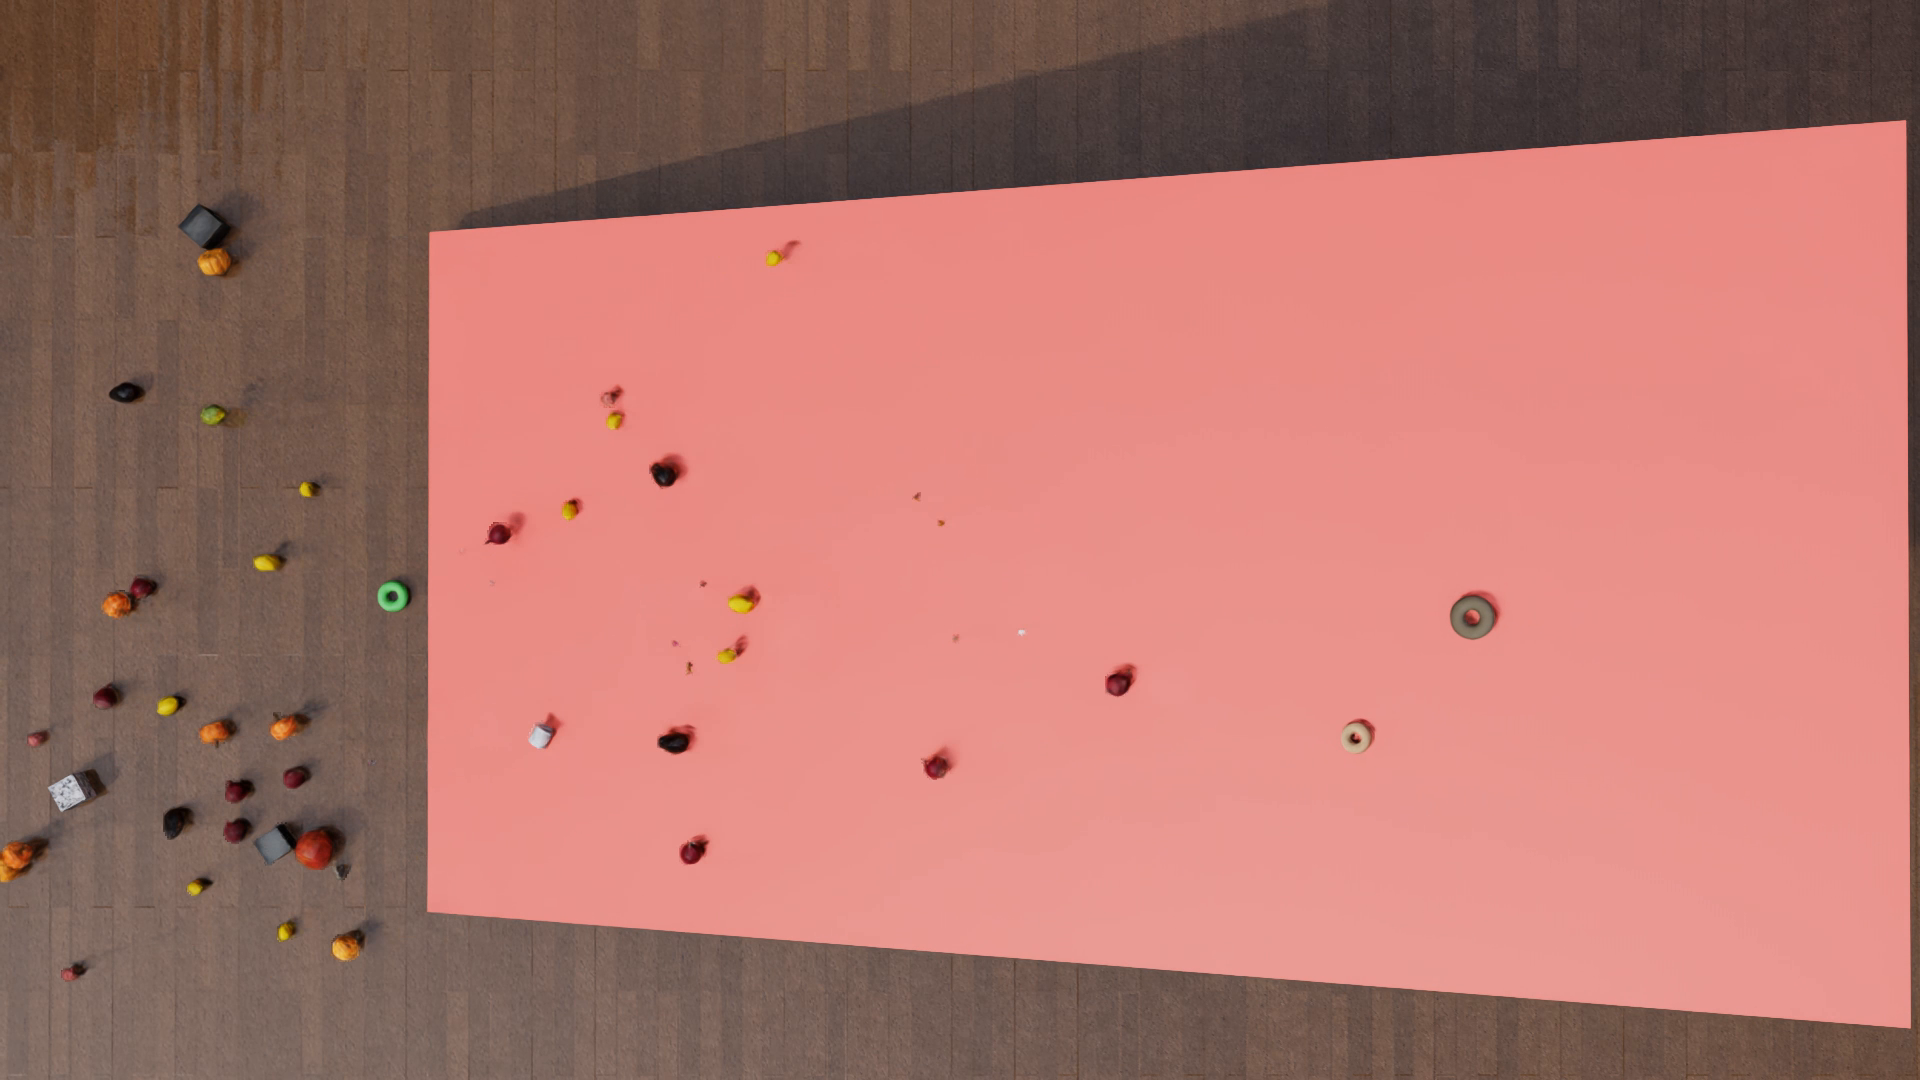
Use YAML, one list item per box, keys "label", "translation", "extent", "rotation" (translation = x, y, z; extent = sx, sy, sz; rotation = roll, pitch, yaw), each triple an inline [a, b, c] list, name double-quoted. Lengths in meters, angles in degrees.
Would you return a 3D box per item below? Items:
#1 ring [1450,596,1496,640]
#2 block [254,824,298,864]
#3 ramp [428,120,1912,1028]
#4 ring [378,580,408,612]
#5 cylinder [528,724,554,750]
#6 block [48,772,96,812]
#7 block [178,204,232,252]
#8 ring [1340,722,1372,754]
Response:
- label: "ring"
  translation: [1.215, 0.183, 5.214]
  extent: [0.106, 0.035, 0.106]
  rotation: [0, 90, 23]
- label: "block"
  translation: [-2.026, 0.901, 6.514]
  extent: [0.080, 0.080, 0.080]
  rotation: [-35, 89, 0]
- label: "ramp"
  translation: [0.283, 0.083, 5.704]
  extent: [4.000, 0.100, 2.000]
  rotation: [0, 89, 24]
- label: "ring"
  translation: [-1.688, 0.167, 6.548]
  extent: [0.094, 0.031, 0.094]
  rotation: [0, 90, -1]
- label: "cylinder"
  translation: [-1.194, 0.560, 6.272]
  extent: [0.053, 0.053, 0.053]
  rotation: [29, 101, 0]
- label: "block"
  translation: [-2.629, 0.745, 6.515]
  extent: [0.083, 0.083, 0.083]
  rotation: [-29, 89, 0]
- label: "block"
  translation: [-2.241, -0.927, 6.530]
  extent: [0.092, 0.092, 0.092]
  rotation: [40, 89, 0]
- label: "ring"
  translation: [0.960, 0.480, 5.329]
  extent: [0.077, 0.026, 0.077]
  rotation: [-1, 88, 25]
